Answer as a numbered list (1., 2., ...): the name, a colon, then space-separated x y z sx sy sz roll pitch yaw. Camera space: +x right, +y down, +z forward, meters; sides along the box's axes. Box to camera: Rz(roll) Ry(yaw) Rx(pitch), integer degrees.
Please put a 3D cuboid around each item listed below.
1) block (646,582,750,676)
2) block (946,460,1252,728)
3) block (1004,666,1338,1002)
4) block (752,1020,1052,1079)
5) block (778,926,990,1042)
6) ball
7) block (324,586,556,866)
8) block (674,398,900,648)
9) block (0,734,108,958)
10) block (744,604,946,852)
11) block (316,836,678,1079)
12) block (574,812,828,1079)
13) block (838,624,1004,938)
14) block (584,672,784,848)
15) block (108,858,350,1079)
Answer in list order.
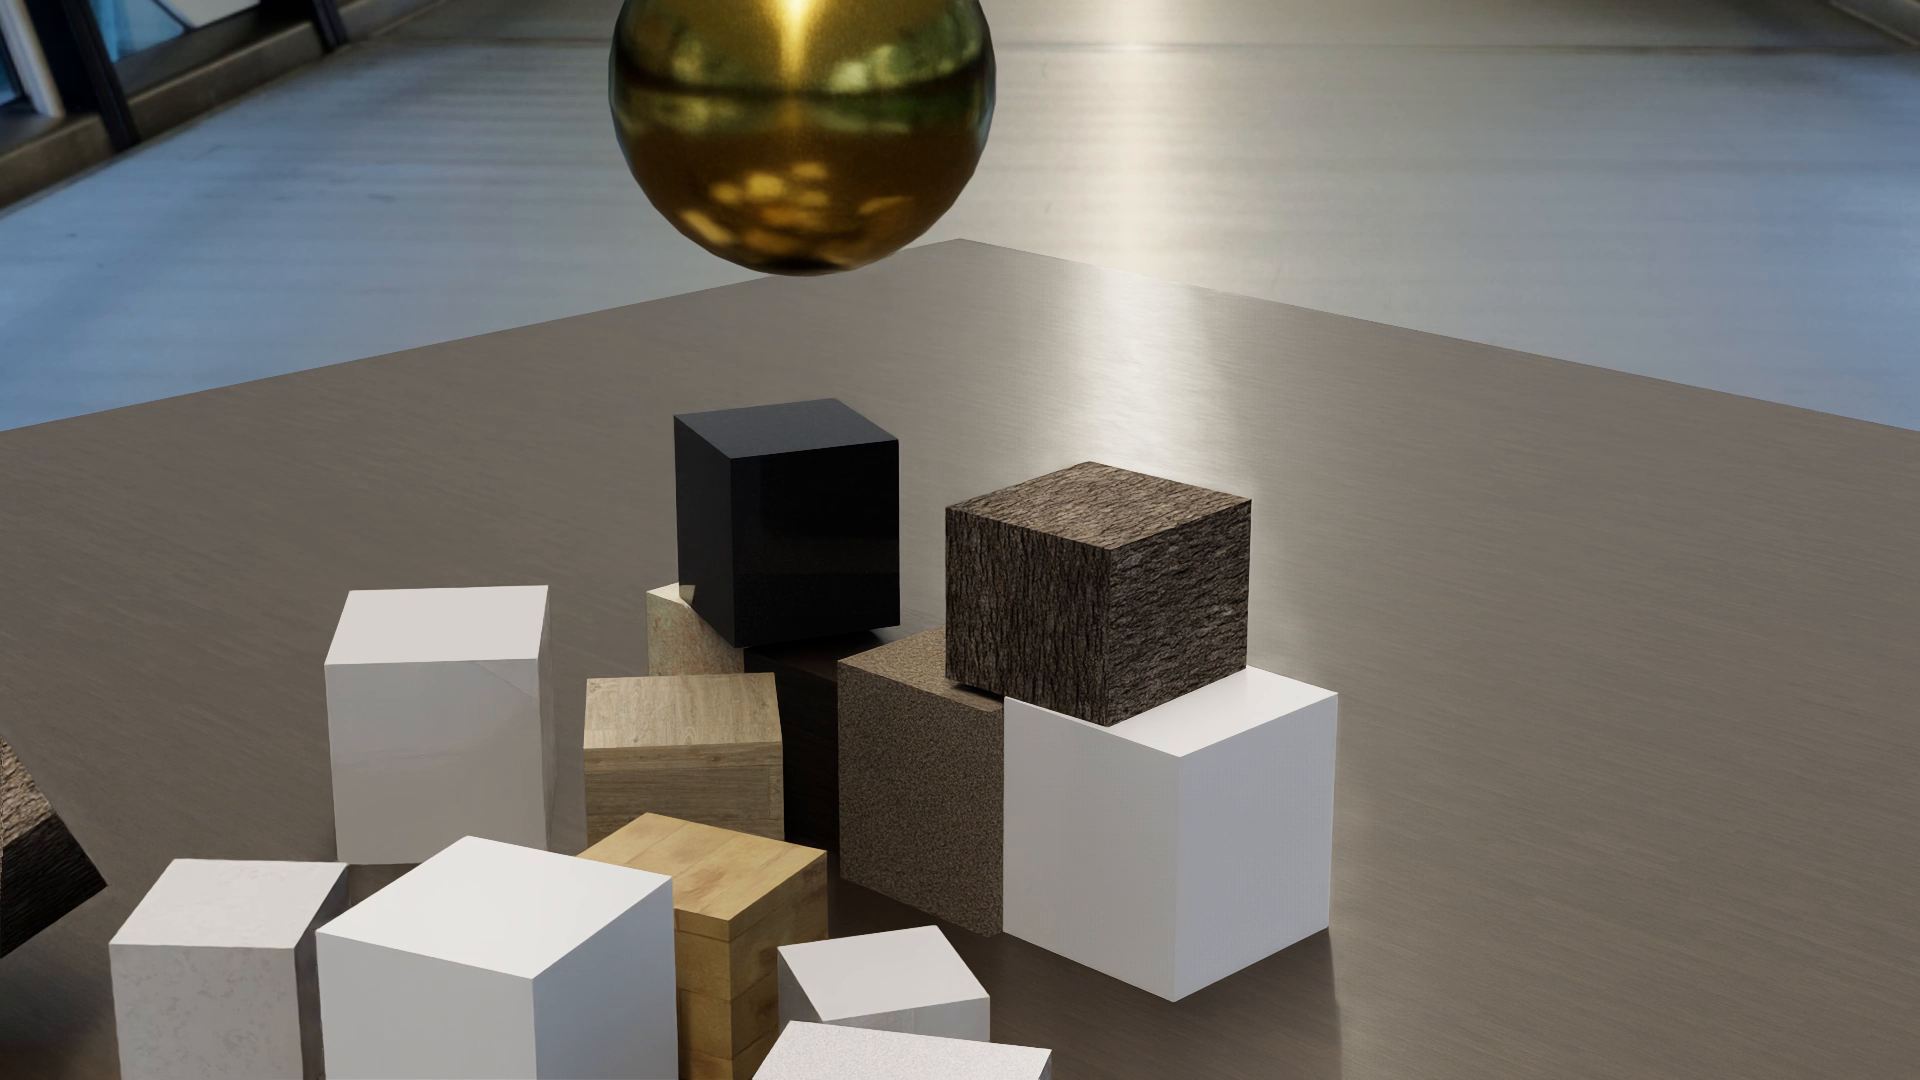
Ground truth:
1. block: -0.979 0.695 14.597 0.804 0.922 0.803 -17 24 -42
2. block: 0.598 0.212 12.717 0.908 0.777 0.968 15 23 39
3. block: 0.906 1.188 12.735 0.987 1.097 1.043 17 24 42
4. block: -0.247 2.241 9.813 0.930 0.841 0.914 4 18 13
5. block: -0.295 1.932 11.107 0.638 0.654 0.654 -6 18 -17
6. ball: -0.648 -1.885 12.070 1.600 1.600 1.600 0 17 0
7. block: -2.445 0.864 13.948 0.957 0.988 1.059 -2 18 -5
8. block: -0.833 -0.097 14.045 0.831 0.919 0.834 -7 19 -22
9. block: -4.246 1.157 11.778 1.030 0.986 1.026 -35 73 -17
10. block: -0.386 0.904 14.059 0.830 0.846 0.977 17 24 42
11. block: -1.684 1.817 10.835 0.913 1.036 0.950 8 19 24
12. block: -1.100 1.649 11.875 0.870 0.732 0.752 9 20 26
13. block: 0.143 1.029 13.318 0.936 1.051 1.025 16 24 41
14. block: -1.223 1.184 13.037 0.844 0.923 0.865 -2 18 -6
15. block: -2.883 1.745 11.704 0.719 0.653 0.807 1 17 3
